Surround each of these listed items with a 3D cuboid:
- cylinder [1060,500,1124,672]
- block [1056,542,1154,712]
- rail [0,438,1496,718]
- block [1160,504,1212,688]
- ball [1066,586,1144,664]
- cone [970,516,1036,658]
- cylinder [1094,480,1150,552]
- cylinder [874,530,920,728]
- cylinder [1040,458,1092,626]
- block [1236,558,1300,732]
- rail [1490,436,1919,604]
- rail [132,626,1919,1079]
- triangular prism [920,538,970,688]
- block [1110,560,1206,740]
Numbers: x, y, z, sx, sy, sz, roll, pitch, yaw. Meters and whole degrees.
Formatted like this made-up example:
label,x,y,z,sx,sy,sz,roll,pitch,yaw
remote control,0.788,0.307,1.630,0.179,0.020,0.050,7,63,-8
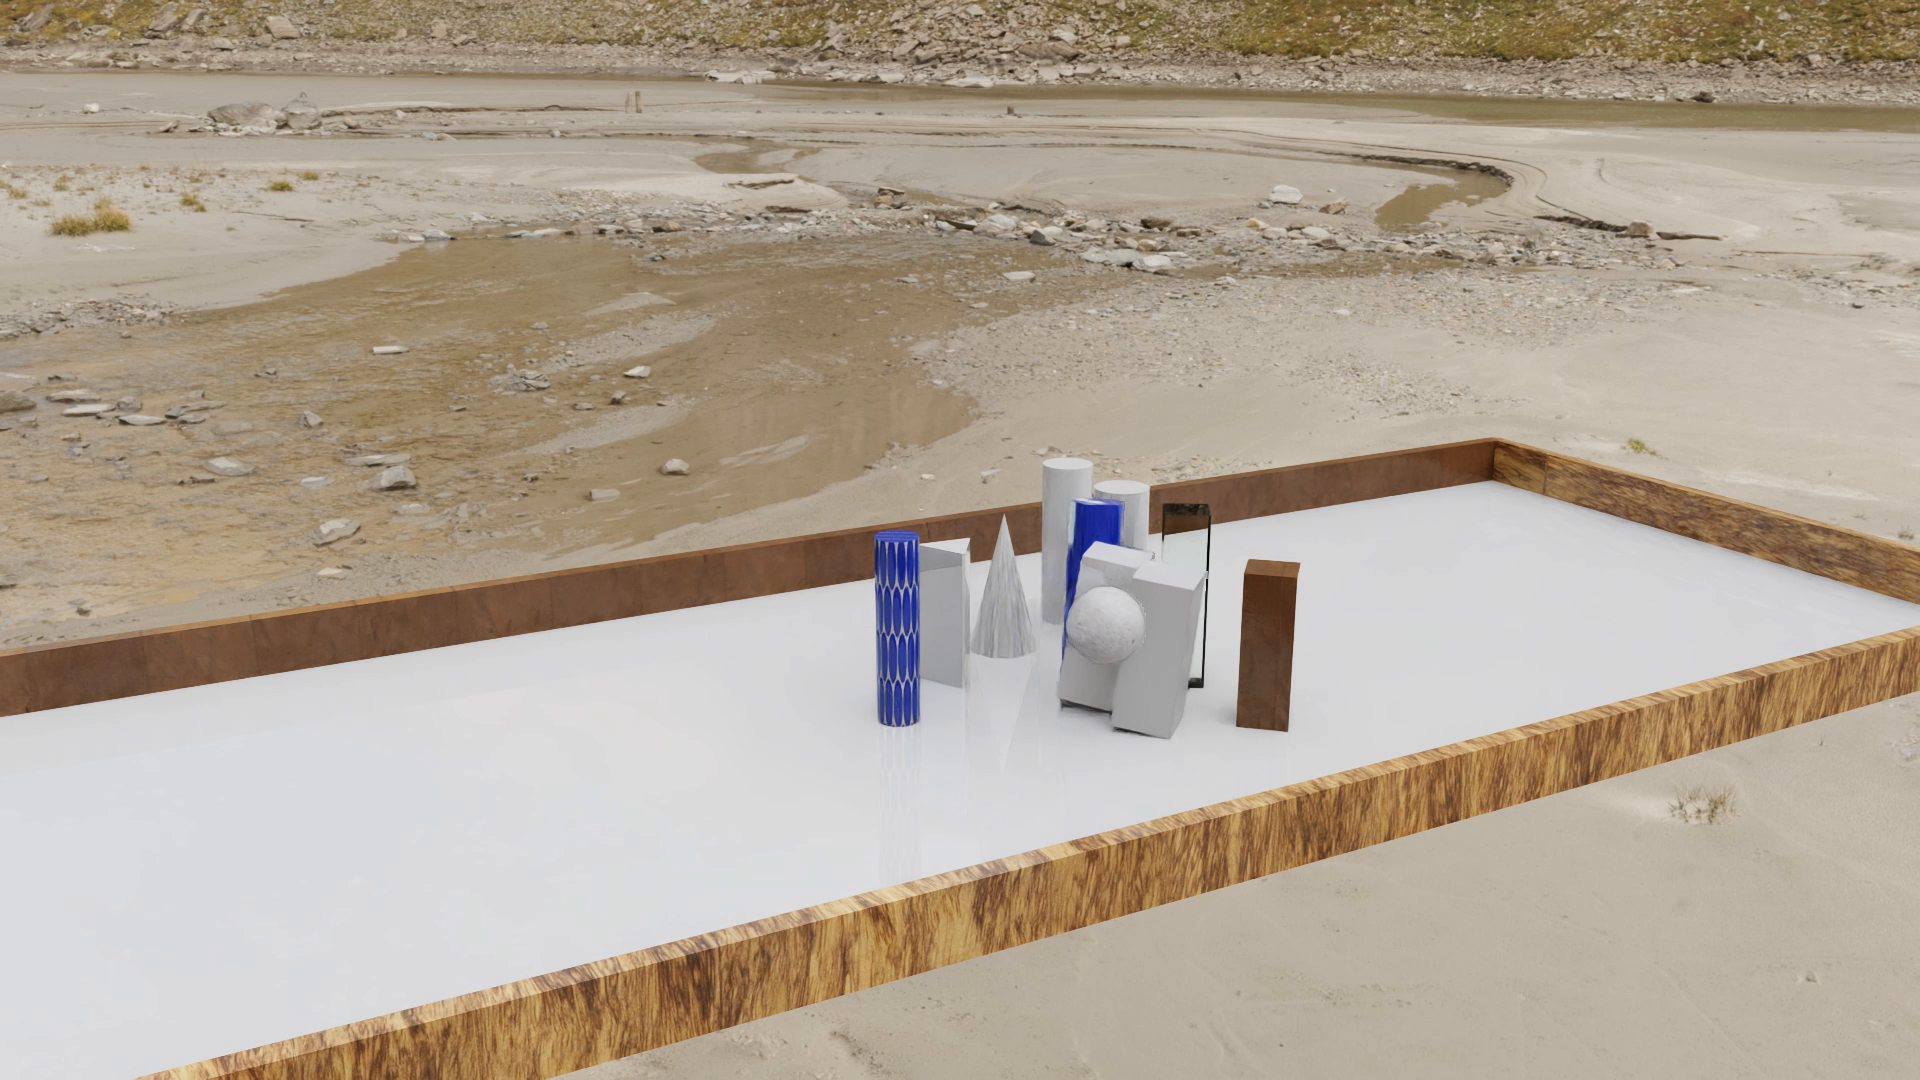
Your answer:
label,x,y,z,sx,sy,sz,roll,pitch,yaw
cylinder,0.330,0.123,4.131,0.133,0.439,0.133,3,8,0
block,0.349,0.207,3.967,0.145,0.363,0.145,13,17,14
rail,-3.305,0.497,3.399,12.000,0.150,0.050,-9,18,-27
block,0.554,0.139,4.093,0.110,0.445,0.110,1,16,4
ball,0.324,0.189,3.681,0.174,0.174,0.174,0,16,0
cone,0.115,0.106,4.336,0.179,0.370,0.179,0,16,0
cylinder,0.419,0.073,4.328,0.144,0.439,0.144,0,16,0
cylinder,-0.145,0.207,3.850,0.104,0.451,0.104,0,16,0
cylinder,0.294,0.004,4.556,0.136,0.443,0.136,0,16,0
block,0.720,0.245,3.853,0.121,0.377,0.121,4,17,14
rail,2.466,-0.048,5.253,0.050,0.150,2.100,-9,18,-27
rail,-2.336,1.006,1.665,12.000,0.150,0.050,-9,18,-27
triangular prism,-0.012,0.177,4.131,0.135,0.351,0.117,11,20,34
block,0.459,0.253,3.820,0.142,0.367,0.142,12,19,16
